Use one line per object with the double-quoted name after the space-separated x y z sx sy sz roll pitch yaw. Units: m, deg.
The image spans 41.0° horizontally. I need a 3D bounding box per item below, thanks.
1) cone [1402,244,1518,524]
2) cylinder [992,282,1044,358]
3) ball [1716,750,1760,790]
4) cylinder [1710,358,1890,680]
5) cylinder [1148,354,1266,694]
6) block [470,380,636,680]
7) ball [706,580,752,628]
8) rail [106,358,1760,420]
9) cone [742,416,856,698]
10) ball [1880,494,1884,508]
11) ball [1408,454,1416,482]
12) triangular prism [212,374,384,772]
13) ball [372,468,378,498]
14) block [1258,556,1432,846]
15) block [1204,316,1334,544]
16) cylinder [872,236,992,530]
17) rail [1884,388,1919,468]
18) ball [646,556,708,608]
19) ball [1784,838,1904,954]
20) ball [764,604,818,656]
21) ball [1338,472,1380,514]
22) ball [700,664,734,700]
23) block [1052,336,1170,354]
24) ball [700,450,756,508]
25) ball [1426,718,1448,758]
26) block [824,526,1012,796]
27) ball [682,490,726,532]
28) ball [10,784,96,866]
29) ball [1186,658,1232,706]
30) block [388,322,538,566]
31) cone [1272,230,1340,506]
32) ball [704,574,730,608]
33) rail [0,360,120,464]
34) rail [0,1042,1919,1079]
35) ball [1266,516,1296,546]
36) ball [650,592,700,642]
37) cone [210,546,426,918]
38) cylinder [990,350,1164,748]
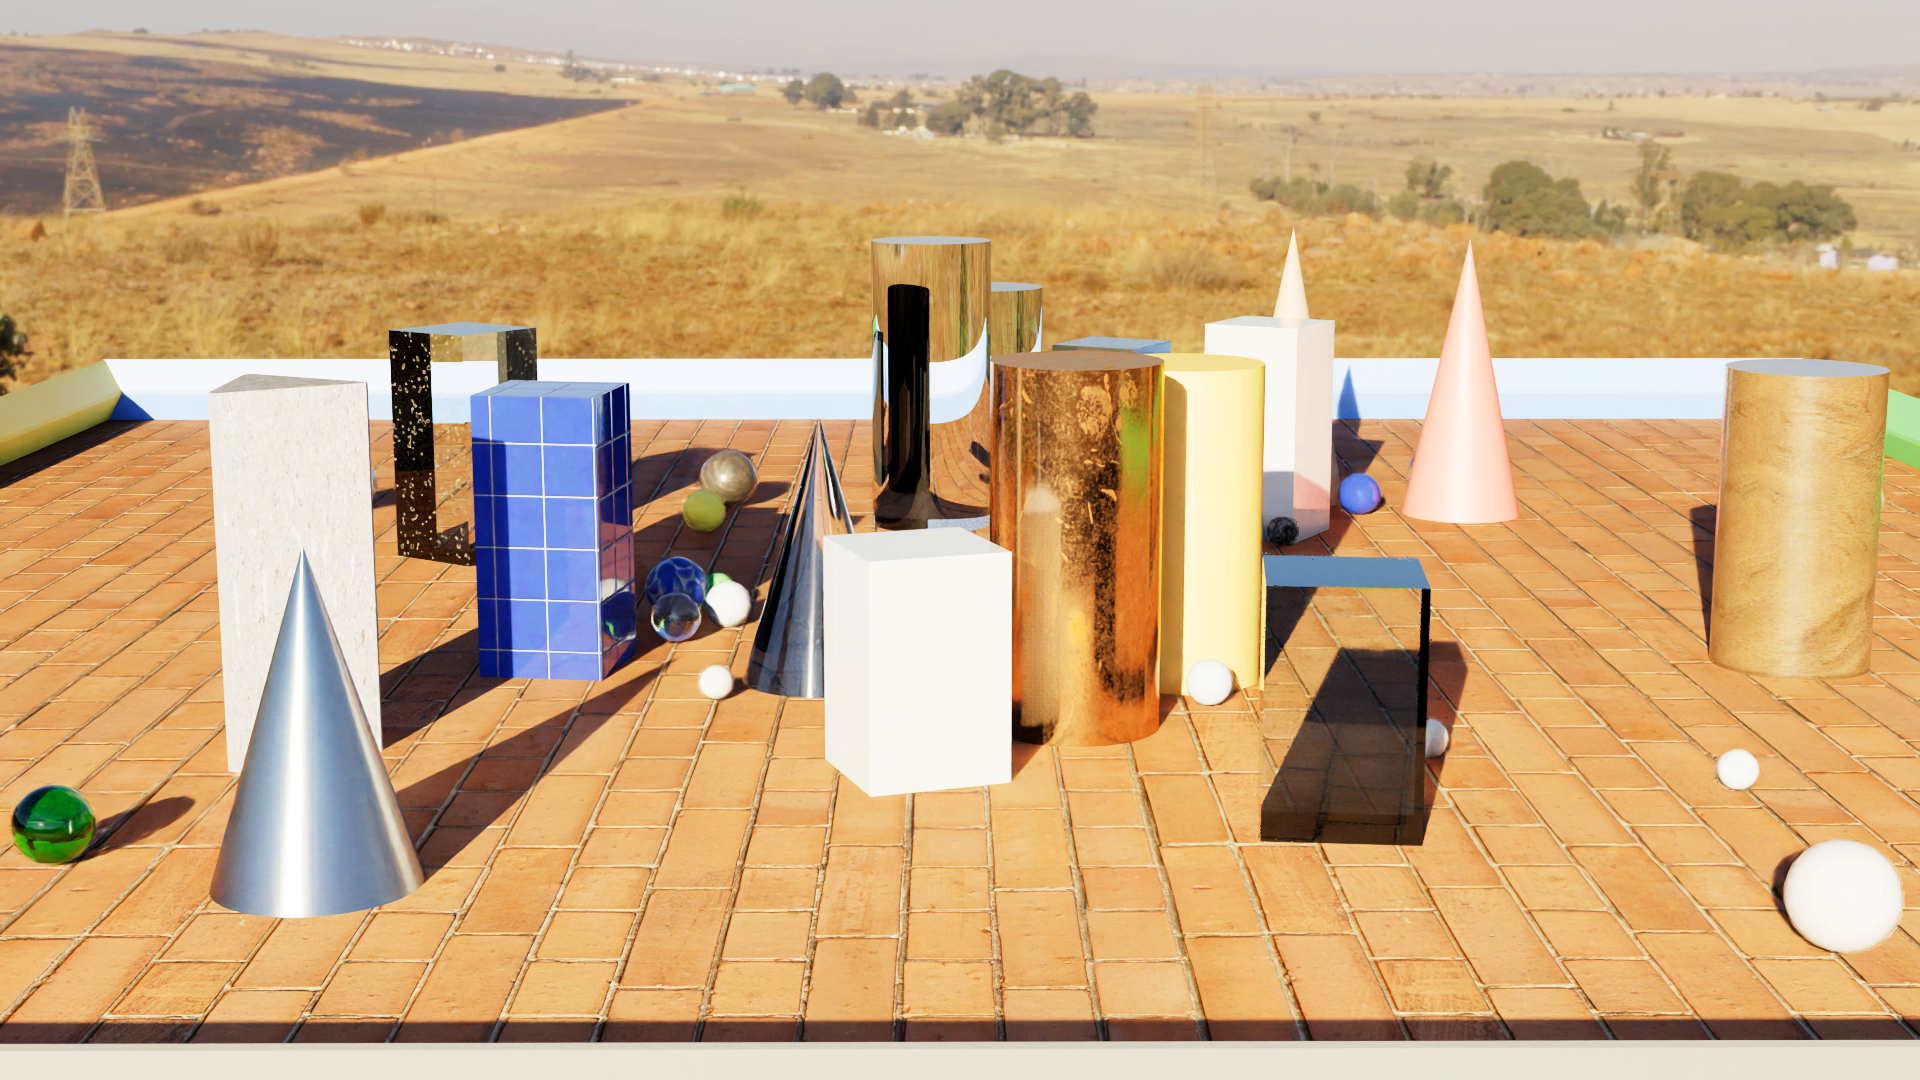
0.819 -0.264 4.157 0.189 0.446 0.189 0 11 0 "cone"
0.050 -0.273 4.491 0.189 0.341 0.189 0 11 0 "cylinder"
0.789 0.233 2.600 0.042 0.042 0.042 0 11 0 "ball"
1.018 -0.028 3.118 0.189 0.364 0.189 0 11 0 "cylinder"
0.264 -0.023 3.051 0.189 0.378 0.189 0 11 0 "cylinder"
-0.491 -0.015 3.112 0.151 0.340 0.151 2 11 8 "block"
-0.302 0.083 3.348 0.060 0.060 0.060 0 11 0 "ball"
-0.011 -0.307 5.267 3.495 0.123 0.045 0 11 0 "rail"
-0.165 0.010 3.041 0.189 0.317 0.189 0 11 0 "cone"
1.459 -0.067 4.146 0.064 0.064 0.064 0 11 0 "ball"
0.801 -0.116 4.347 0.086 0.086 0.086 0 11 0 "ball"
-0.726 0.027 2.732 0.164 0.396 0.142 -7 12 -32 "triangular prism"
-1.005 -0.095 4.212 0.094 0.094 0.094 0 11 0 "ball"
0.367 0.152 2.473 0.151 0.247 0.151 1 11 5 "block"
0.480 -0.174 3.996 0.151 0.330 0.151 6 12 29 "block"
-0.045 -0.249 4.069 0.189 0.450 0.189 0 11 0 "cylinder"
1.724 0.030 3.459 0.045 0.123 3.746 0 11 0 "rail"
-0.374 0.063 3.393 0.083 0.083 0.083 0 11 0 "ball"
0.731 0.295 2.124 0.094 0.094 0.094 0 11 0 "ball"
-0.210 0.112 3.180 0.066 0.066 0.066 0 11 0 "ball"
0.650 -0.076 4.181 0.069 0.069 0.069 0 11 0 "ball"
-0.281 0.165 2.968 0.040 0.040 0.040 0 11 0 "ball"
0.260 -0.212 4.407 0.151 0.254 0.151 6 12 29 "block"
-0.383 -0.101 4.244 0.094 0.094 0.094 0 11 0 "ball"
0.496 0.210 2.718 0.042 0.042 0.042 0 11 0 "ball"
-0.045 0.122 2.650 0.151 0.240 0.151 -4 11 -20 "block"
-0.401 -0.045 4.017 0.067 0.067 0.067 0 11 0 "ball"
-0.833 0.262 2.356 0.074 0.074 0.074 0 11 0 "ball"
0.286 0.163 2.942 0.054 0.054 0.054 0 11 0 "ball"
-0.735 -0.146 3.823 0.151 0.338 0.151 7 13 34 "block"
0.553 -0.294 4.291 0.189 0.457 0.189 0 11 0 "cone"
-0.326 0.070 3.441 0.052 0.052 0.052 0 11 0 "ball"
-1.724 0.033 3.440 0.045 0.123 3.746 0 11 0 "rail"
0.011 0.371 1.631 3.495 0.123 0.045 0 11 0 "rail"
0.490 -0.013 3.905 0.045 0.045 0.045 0 11 0 "ball"
-0.361 0.098 3.261 0.063 0.063 0.063 0 11 0 "ball"
-0.577 0.156 2.278 0.189 0.310 0.189 0 11 0 "cone"
0.127 0.005 2.819 0.189 0.408 0.189 0 11 0 "cylinder"
